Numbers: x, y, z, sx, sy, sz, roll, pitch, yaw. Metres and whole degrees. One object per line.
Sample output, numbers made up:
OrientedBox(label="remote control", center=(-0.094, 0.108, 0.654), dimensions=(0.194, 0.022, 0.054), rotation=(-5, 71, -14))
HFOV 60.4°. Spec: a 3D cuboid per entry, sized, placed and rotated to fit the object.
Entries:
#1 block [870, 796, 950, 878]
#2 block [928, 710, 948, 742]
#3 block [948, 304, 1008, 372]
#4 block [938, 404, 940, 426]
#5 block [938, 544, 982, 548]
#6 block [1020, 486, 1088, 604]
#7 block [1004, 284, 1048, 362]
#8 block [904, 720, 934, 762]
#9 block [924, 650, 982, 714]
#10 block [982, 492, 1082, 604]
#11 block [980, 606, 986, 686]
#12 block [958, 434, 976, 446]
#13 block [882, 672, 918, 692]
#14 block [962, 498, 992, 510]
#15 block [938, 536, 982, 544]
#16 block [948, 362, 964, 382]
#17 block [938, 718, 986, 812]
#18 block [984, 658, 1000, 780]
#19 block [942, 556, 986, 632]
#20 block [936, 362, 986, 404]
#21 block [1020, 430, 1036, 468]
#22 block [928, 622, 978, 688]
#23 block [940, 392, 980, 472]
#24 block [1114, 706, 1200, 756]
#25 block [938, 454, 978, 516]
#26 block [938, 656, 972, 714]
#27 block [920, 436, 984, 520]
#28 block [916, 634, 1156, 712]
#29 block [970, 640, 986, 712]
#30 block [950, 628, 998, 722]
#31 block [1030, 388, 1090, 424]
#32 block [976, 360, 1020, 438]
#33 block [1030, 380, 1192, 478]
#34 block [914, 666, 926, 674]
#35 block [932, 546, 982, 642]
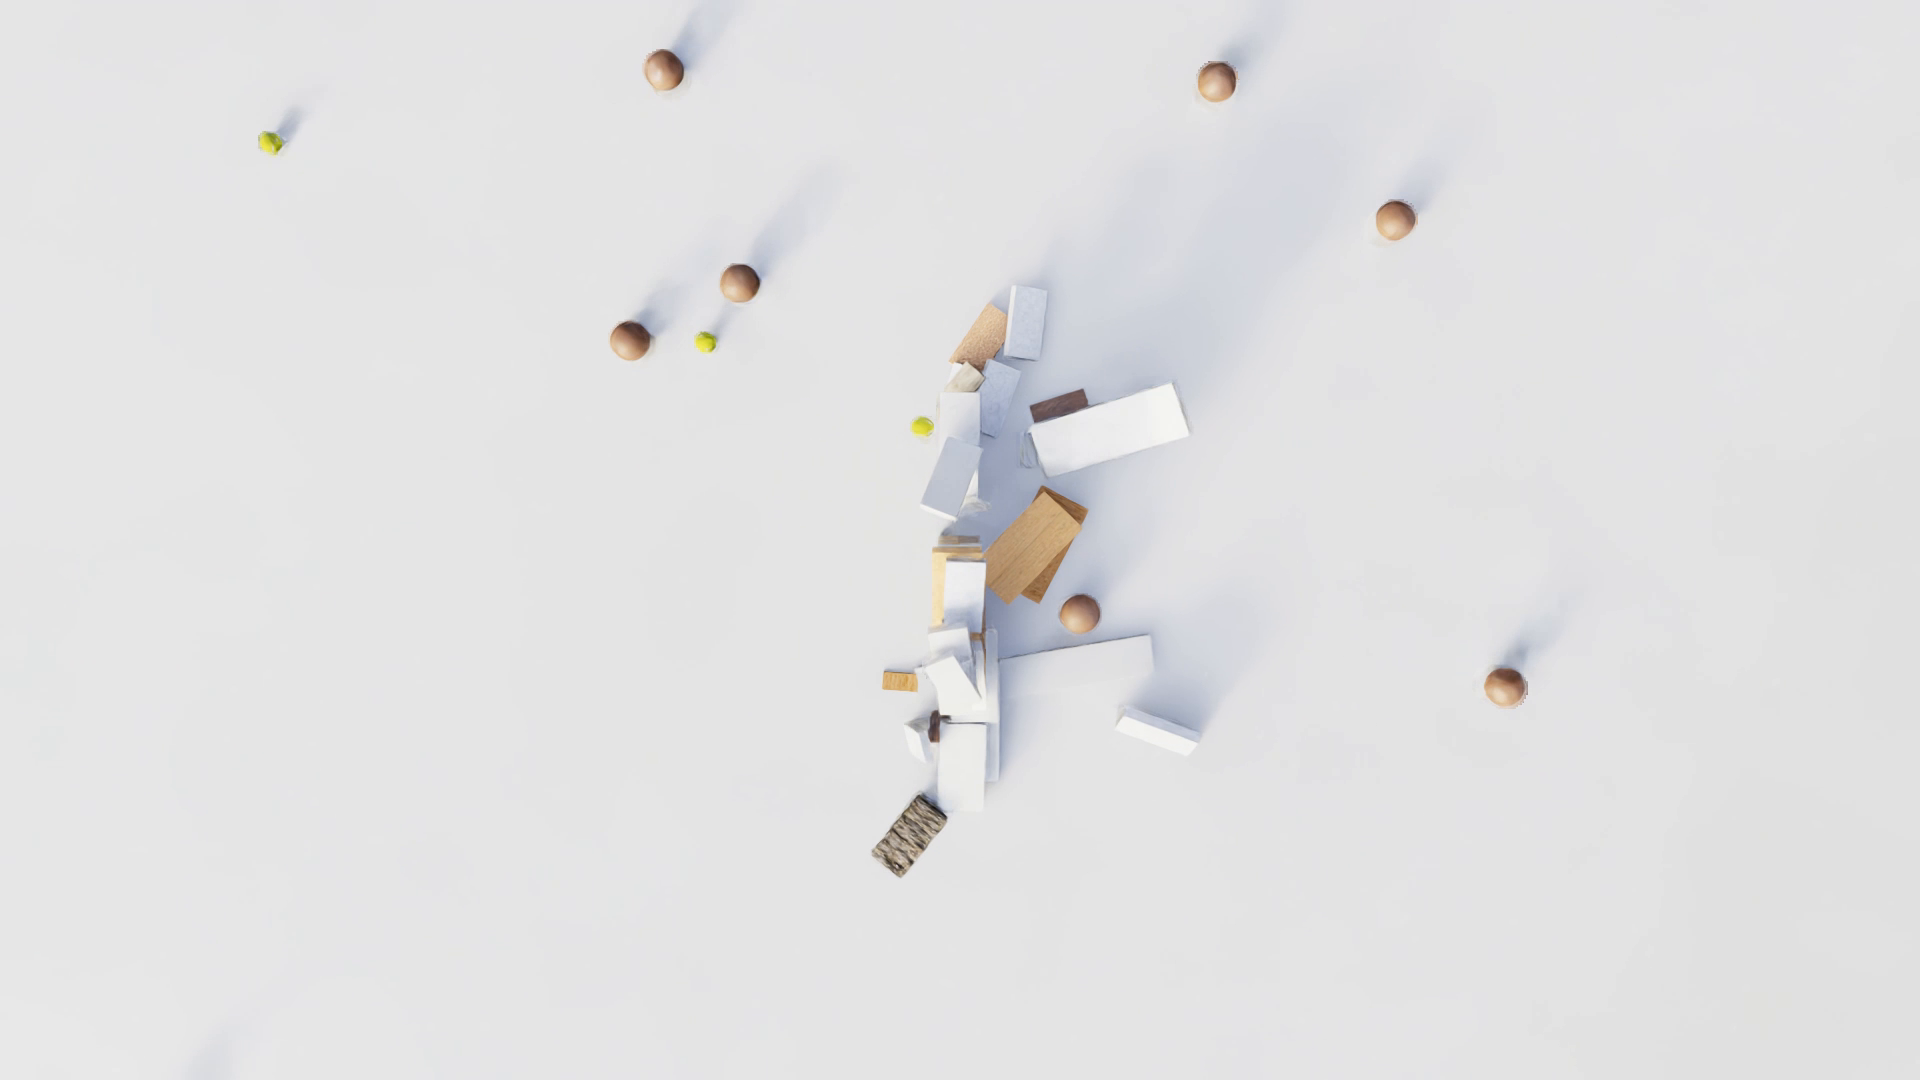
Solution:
OrientedBox(label="block", center=(-0.166, 0.981, 5.450), dimensions=(0.130, 0.037, 0.259), rotation=(38, 105, 0))
OrientedBox(label="block", center=(-0.072, 0.615, 5.492), dimensions=(0.059, 0.017, 0.118), rotation=(9, 90, 0))
OrientedBox(label="block", center=(0.076, -0.658, 5.483), dimensions=(0.117, 0.033, 0.234), rotation=(34, 90, 0))
OrientedBox(label="block", center=(-0.005, -0.345, 5.393), dimensions=(0.126, 0.252, 0.036), rotation=(0, 49, 0))
OrientedBox(label="block", center=(0.000, 0.132, 5.157), dimensions=(0.137, 0.039, 0.274), rotation=(0, 127, 0))
OrientedBox(label="block", center=(0.267, 0.015, 5.475), dimensions=(0.176, 0.050, 0.353), rotation=(28, 90, 0))
OrientedBox(label="block", center=(0.217, -0.717, 5.461), dimensions=(0.117, 0.033, 0.234), rotation=(7, 90, -24))
OrientedBox(label="block", center=(-0.136, 0.659, 5.393), dimensions=(0.029, 0.203, 0.101), rotation=(-15, 97, -14))
OrientedBox(label="block", center=(-0.021, 0.436, 5.063), dimensions=(0.101, 0.029, 0.203), rotation=(-22, 123, 13))
OrientedBox(label="block", center=(0.217, 0.027, 5.425), dimensions=(0.176, 0.050, 0.353), rotation=(44, 90, 0))
OrientedBox(label="block", center=(0.005, 0.333, 5.238), dimensions=(0.149, 0.042, 0.299), rotation=(-1, 121, 0))
OrientedBox(label="block", center=(0.015, -0.280, 5.245), dimensions=(0.056, 0.016, 0.112), rotation=(8, 91, 0))
OrientedBox(label="block", center=(-0.198, 0.472, 5.492), dimensions=(0.118, 0.017, 0.059), rotation=(4, 90, 0))
OrientedBox(label="block", center=(0.052, -0.118, 5.373), dimensions=(0.056, 0.113, 0.016), rotation=(30, 77, -24))
OrientedBox(label="block", center=(-0.001, 0.018, 5.362), dimensions=(0.137, 0.274, 0.039), rotation=(0, 96, 0))
OrientedBox(label="block", center=(-0.004, -0.497, 5.468), dimensions=(0.084, 0.024, 0.168), rotation=(20, 102, 3))
OrientedBox(label="block", center=(0.007, 0.741, 5.419), dimensions=(0.151, 0.043, 0.301), rotation=(2, 103, 1))
OrientedBox(label="block", center=(0.053, 0.593, 5.434), dimensions=(0.151, 0.043, 0.408), rotation=(0, 102, -1))
OrientedBox(label="block", center=(0.012, 0.169, 5.052), dimensions=(0.121, 0.034, 0.241), rotation=(2, 116, -2))
OrientedBox(label="block", center=(0.002, -0.497, 5.436), dimensions=(0.084, 0.024, 0.168), rotation=(42, 103, 7))
OrientedBox(label="block", center=(0.224, -0.300, 5.459), dimensions=(0.016, 0.056, 0.112), rotation=(-17, 68, 41))
OrientedBox(label="block", center=(-0.023, 0.365, 5.089), dimensions=(0.121, 0.034, 0.241), rotation=(-9, 125, 2))
OrientedBox(label="block", center=(-0.001, -0.345, 5.270), dimensions=(0.126, 0.036, 0.252), rotation=(1, 91, 0))
OrientedBox(label="block", center=(0.650, 0.631, 5.434), dimensions=(0.259, 0.130, 0.037), rotation=(20, 61, 0))
OrientedBox(label="block", center=(-0.005, -0.178, 5.395), dimensions=(0.126, 0.252, 0.036), rotation=(-1, 48, 0))
OrientedBox(label="block", center=(-0.018, 0.451, 5.109), dimensions=(0.101, 0.029, 0.206), rotation=(-4, 125, -1))
OrientedBox(label="block", center=(-0.027, -0.196, 5.189), dimensions=(0.121, 0.034, 0.241), rotation=(21, 76, 3))
OrientedBox(label="block", center=(0.251, 0.441, 5.472), dimensions=(0.781, 0.037, 0.130), rotation=(-9, 90, -1))
OrientedBox(label="block", center=(0.002, 0.436, 5.226), dimensions=(0.149, 0.299, 0.042), rotation=(-4, 46, 0))
OrientedBox(label="block", center=(0.045, 0.441, 5.356), dimensions=(0.151, 0.043, 0.302), rotation=(-1, 103, -1))
OrientedBox(label="block", center=(0.333, -0.434, 5.484), dimensions=(0.189, 0.024, 0.084), rotation=(-18, 84, 0))
OrientedBox(label="block", center=(0.107, -0.469, 5.465), dimensions=(0.117, 0.033, 0.234), rotation=(20, 90, -19))
OrientedBox(label="block", center=(0.486, -0.359, 5.355), dimensions=(0.502, 0.050, 0.176), rotation=(-16, 101, 23))
OrientedBox(label="block", center=(-0.091, 0.423, 5.471), dimensions=(0.118, 0.059, 0.017), rotation=(-9, 90, 0))
OrientedBox(label="block", center=(-0.012, 0.176, 5.098), dimensions=(0.149, 0.042, 0.323), rotation=(1, 117, -1))
